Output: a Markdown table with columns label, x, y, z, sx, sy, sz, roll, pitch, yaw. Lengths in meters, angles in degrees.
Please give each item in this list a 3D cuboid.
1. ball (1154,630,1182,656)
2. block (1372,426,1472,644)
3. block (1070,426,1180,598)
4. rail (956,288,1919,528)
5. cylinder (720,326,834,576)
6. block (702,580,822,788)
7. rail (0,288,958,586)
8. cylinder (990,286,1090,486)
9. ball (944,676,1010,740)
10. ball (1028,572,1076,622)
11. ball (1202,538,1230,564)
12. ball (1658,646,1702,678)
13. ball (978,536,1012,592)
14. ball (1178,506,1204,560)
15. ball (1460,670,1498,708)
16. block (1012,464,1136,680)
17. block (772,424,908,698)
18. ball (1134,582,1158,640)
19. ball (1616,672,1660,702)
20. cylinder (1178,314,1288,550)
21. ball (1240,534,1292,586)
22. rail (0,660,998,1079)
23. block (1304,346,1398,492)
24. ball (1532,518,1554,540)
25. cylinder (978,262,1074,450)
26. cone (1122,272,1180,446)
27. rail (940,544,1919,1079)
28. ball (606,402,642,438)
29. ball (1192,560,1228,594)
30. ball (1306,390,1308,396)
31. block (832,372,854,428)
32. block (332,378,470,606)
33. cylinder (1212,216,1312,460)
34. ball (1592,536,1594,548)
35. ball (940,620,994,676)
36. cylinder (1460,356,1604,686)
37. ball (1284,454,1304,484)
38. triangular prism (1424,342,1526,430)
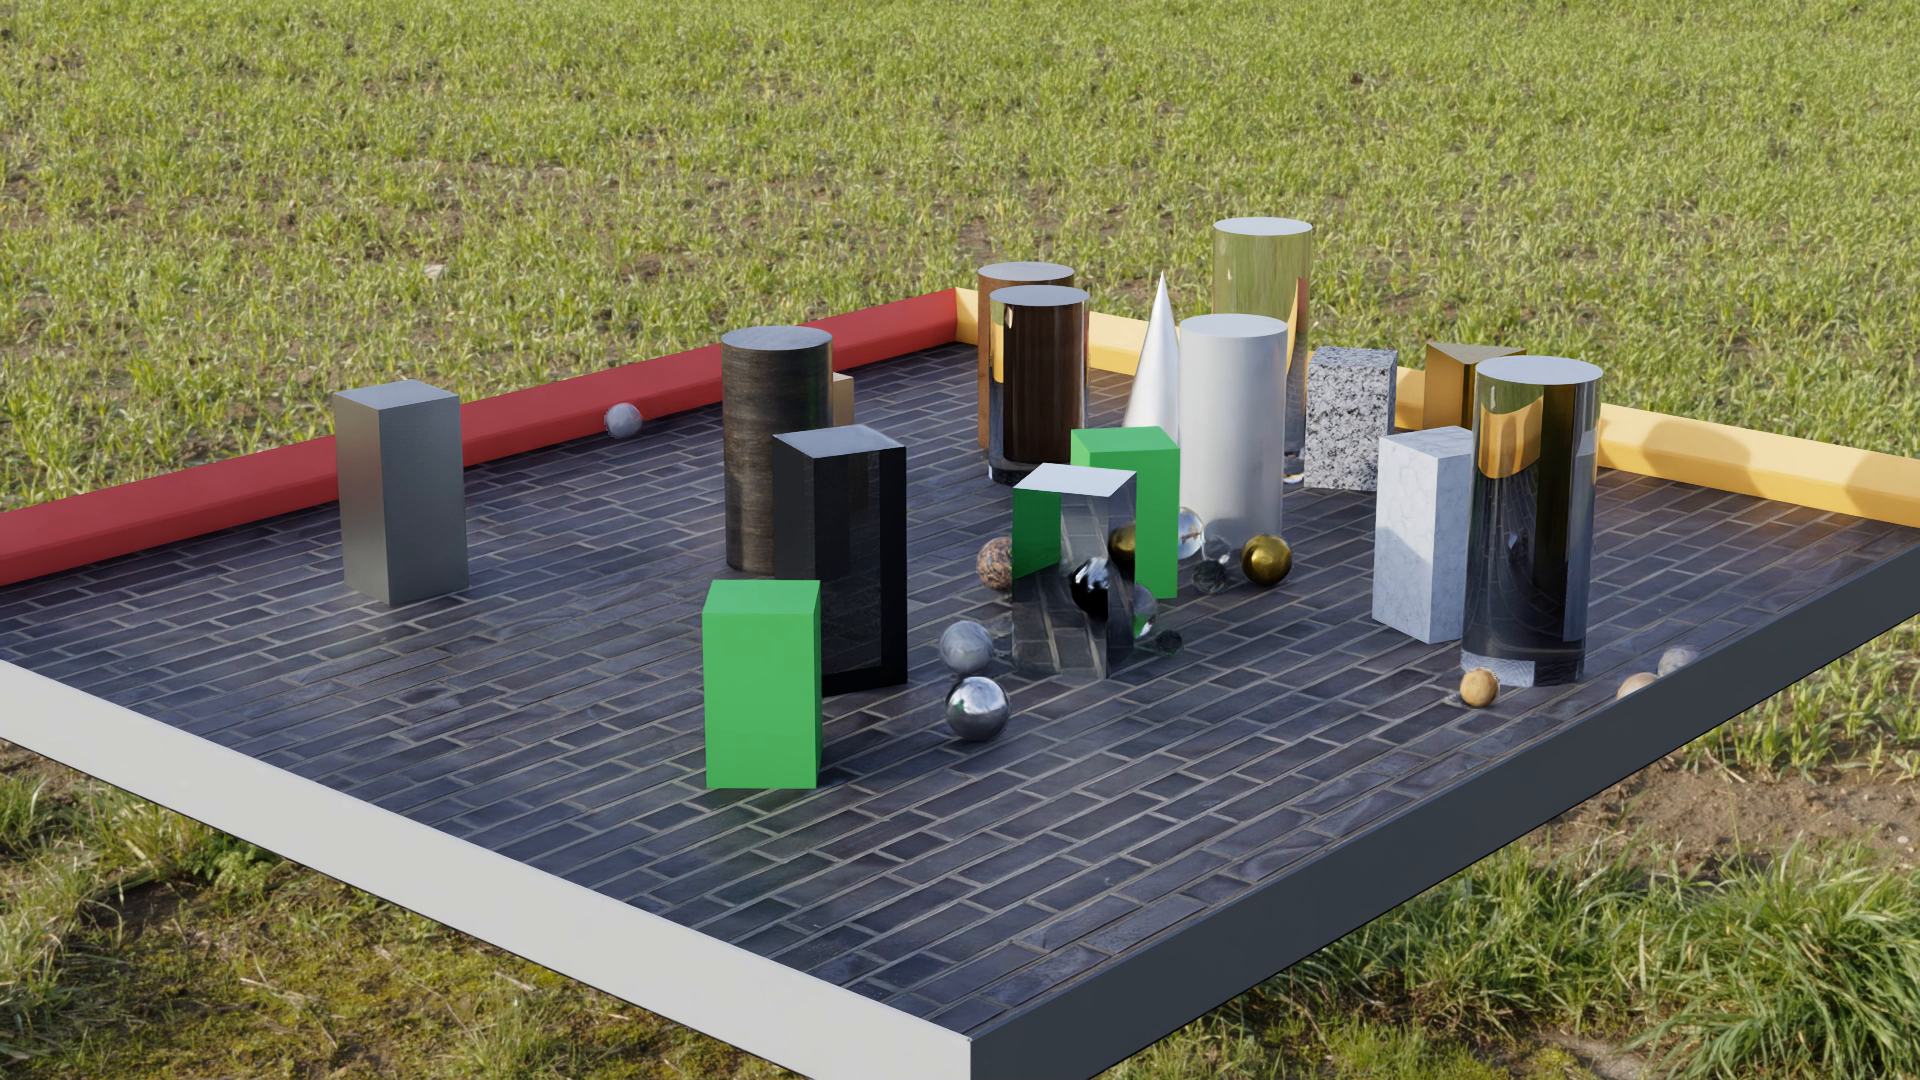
| label | x | y | z | sx | sy | sz | roll | pitch | yaw |
| --- | --- | --- | --- | --- | --- | --- | --- | --- | --- |
| ball | 0.343 | 0.169 | 4.815 | 0.045 | 0.045 | 0.045 | 0 | 17 | 0 |
| block | 0.812 | -0.011 | 4.936 | 0.159 | 0.320 | 0.159 | -9 | 19 | -27 |
| block | 0.287 | -0.047 | 5.144 | 0.159 | 0.269 | 0.159 | -3 | 17 | -9 |
| rail | 0.966 | -0.288 | 6.185 | 2.628 | 0.129 | 0.045 | 14 | 22 | 39 |
| cylinder | -0.326 | -0.162 | 5.274 | 0.199 | 0.414 | 0.199 | 0 | 17 | 0 |
| block | -0.287 | 0.210 | 4.295 | 0.159 | 0.267 | 0.159 | 0 | 17 | 1 |
| rail | -0.974 | -0.212 | 5.930 | 0.045 | 0.129 | 2.993 | 14 | 22 | 39 |
| cylinder | 0.157 | -0.306 | 5.832 | 0.199 | 0.368 | 0.199 | 0 | 17 | 0 |
| ball | 0.026 | 0.255 | 4.438 | 0.098 | 0.098 | 0.098 | 0 | 17 | 0 |
| ball | 0.156 | 0.097 | 4.989 | 0.083 | 0.083 | 0.083 | 0 | 17 | 0 |
| ball | 0.463 | 0.021 | 5.294 | 0.052 | 0.052 | 0.052 | 0 | 17 | 0 |
| ball | 1.143 | 0.206 | 4.636 | 0.077 | 0.077 | 0.077 | 0 | 17 | 0 |
| ball | 0.079 | 0.042 | 5.146 | 0.097 | 0.097 | 0.097 | 0 | 17 | 0 |
| ball | 0.395 | -0.013 | 5.327 | 0.099 | 0.099 | 0.099 | 0 | 17 | 0 |
| ball | 0.811 | 0.232 | 4.582 | 0.060 | 0.060 | 0.060 | 0 | 17 | 0 |
| block | 0.186 | 0.049 | 4.761 | 0.159 | 0.306 | 0.159 | 6 | 18 | 18 |
| block | -0.191 | 0.031 | 4.670 | 0.159 | 0.392 | 0.159 | -8 | 19 | -26 |
| ball | 0.281 | 0.118 | 4.893 | 0.099 | 0.099 | 0.099 | 0 | 17 | 0 |
| ball | 1.049 | 0.246 | 4.488 | 0.086 | 0.086 | 0.086 | 0 | 17 | 0 |
| cylinder | 0.502 | -0.202 | 5.434 | 0.199 | 0.400 | 0.199 | 0 | 17 | 0 |
| ball | 0.542 | 0.034 | 5.181 | 0.092 | 0.092 | 0.092 | 0 | 17 | 0 |
| rail | -0.966 | 0.353 | 4.055 | 2.628 | 0.129 | 0.045 | 14 | 22 | 39 |
| block | 0.777 | -0.242 | 5.825 | 0.159 | 0.250 | 0.159 | 4 | 17 | 13 |
| ball | 1.084 | -0.021 | 5.453 | 0.042 | 0.042 | 0.042 | 0 | 17 | 0 |
| cylinder | 0.136 | -0.377 | 6.074 | 0.199 | 0.365 | 0.199 | 0 | 17 | 0 |
| cone | 0.400 | -0.335 | 5.851 | 0.199 | 0.413 | 0.199 | 0 | 17 | 0 |
| rail | 0.974 | 0.276 | 4.310 | 0.045 | 0.129 | 2.993 | 14 | 22 | 39 |
| ball | -0.705 | -0.251 | 6.160 | 0.075 | 0.075 | 0.075 | 0 | 17 | 0 |
| ball | 0.438 | 0.064 | 5.135 | 0.061 | 0.061 | 0.061 | 0 | 17 | 0 |
| ball | 0.769 | -0.291 | 6.285 | 0.080 | 0.080 | 0.080 | 0 | 17 | 0 |
| block | -0.317 | -0.195 | 5.673 | 0.159 | 0.247 | 0.159 | -15 | 22 | -41 |
| block | -0.978 | -0.086 | 5.134 | 0.159 | 0.349 | 0.159 | -14 | 22 | -38 |
| cylinder | 0.609 | -0.403 | 5.963 | 0.199 | 0.478 | 0.199 | 0 | 17 | 0 |
| ball | 1.125 | 0.004 | 5.339 | 0.059 | 0.059 | 0.059 | 0 | 17 | 0 |
| ball | 0.010 | 0.174 | 4.726 | 0.088 | 0.088 | 0.088 | 0 | 17 | 0 |
| cylinder | 0.914 | -0.032 | 4.699 | 0.199 | 0.496 | 0.199 | 0 | 17 | 0 |
| ball | 0.657 | -0.140 | 5.821 | 0.057 | 0.057 | 0.057 | 0 | 17 | 0 |
| triangular prism | 0.882 | -0.139 | 5.209 | 0.172 | 0.408 | 0.149 | -16 | 23 | -42 |
